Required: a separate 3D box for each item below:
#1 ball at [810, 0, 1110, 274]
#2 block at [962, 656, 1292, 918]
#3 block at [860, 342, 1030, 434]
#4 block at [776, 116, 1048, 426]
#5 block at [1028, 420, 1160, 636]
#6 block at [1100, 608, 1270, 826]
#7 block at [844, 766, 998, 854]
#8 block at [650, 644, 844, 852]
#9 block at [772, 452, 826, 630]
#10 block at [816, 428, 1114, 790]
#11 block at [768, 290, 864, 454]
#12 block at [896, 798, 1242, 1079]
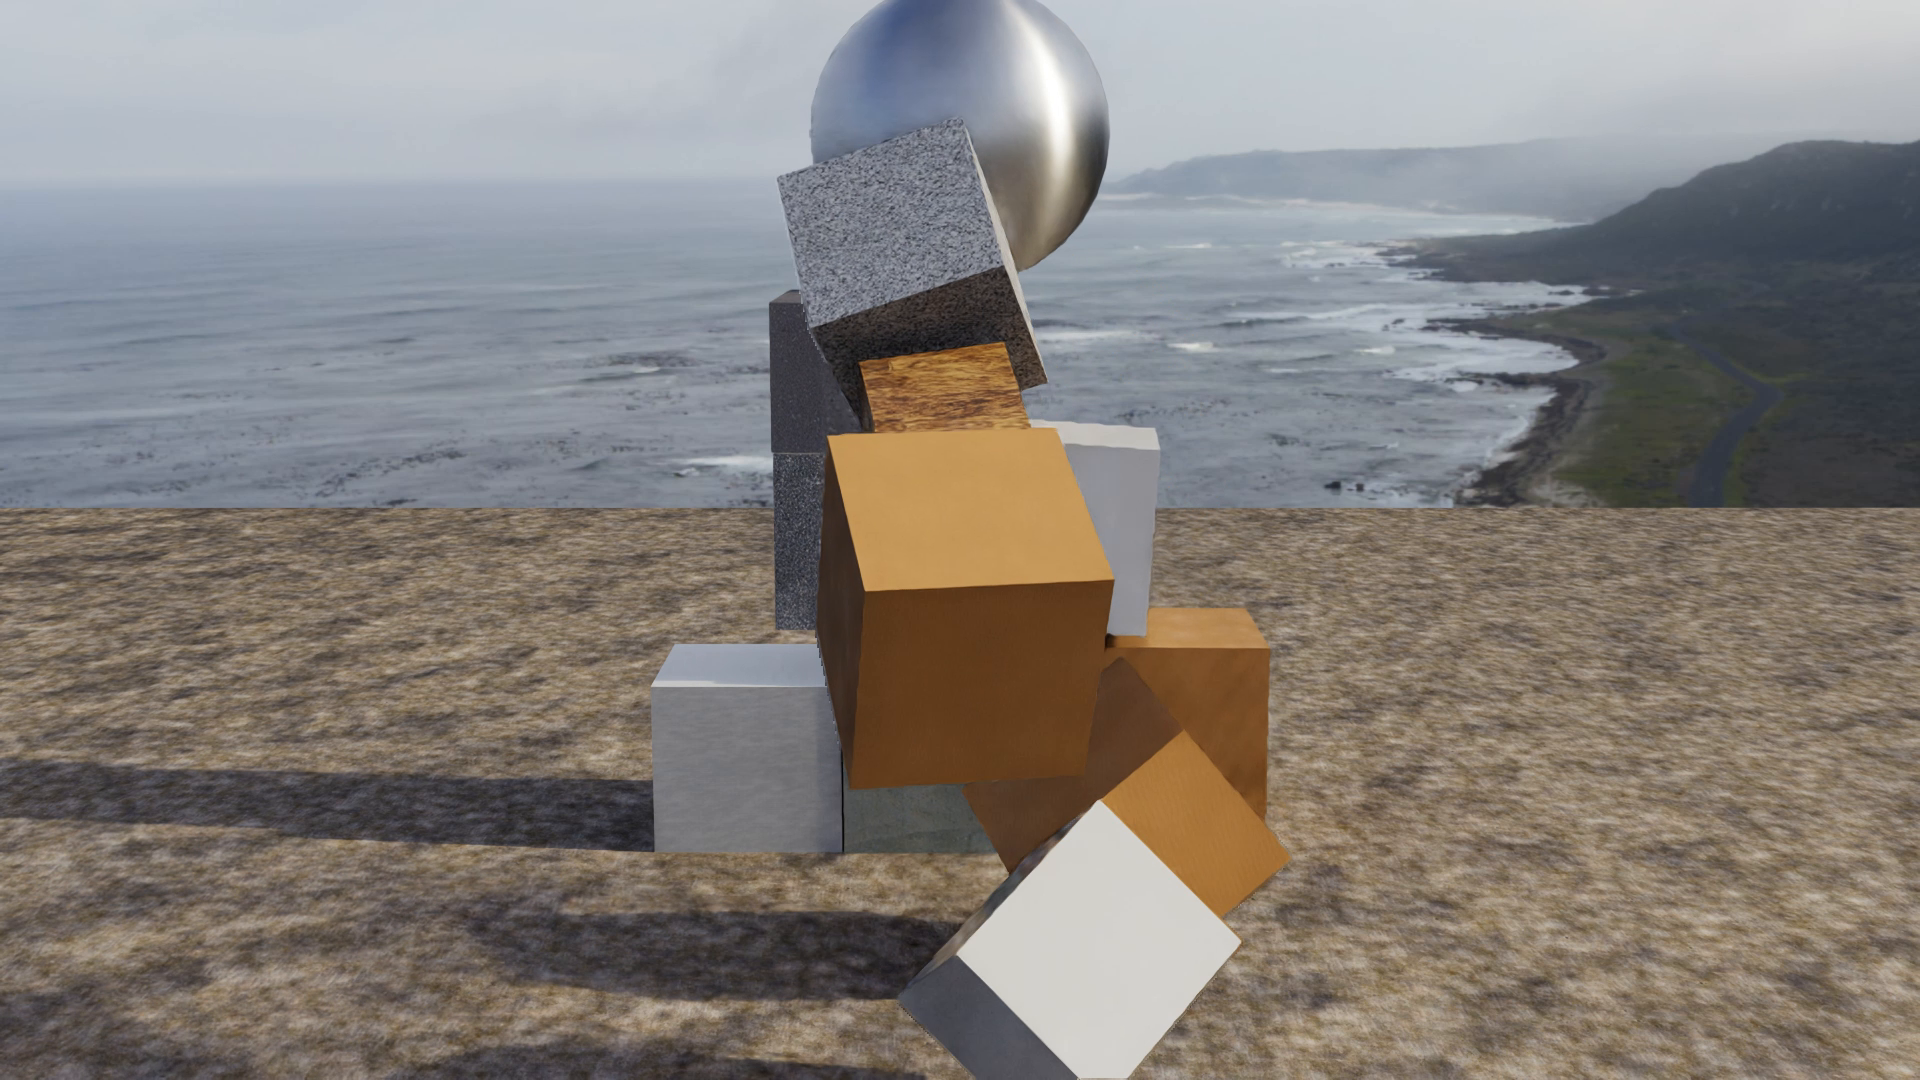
[{"bbox_3d":[0.000,-2.157,11.693,1.600,1.600,1.600,0,10,0],"label":"ball"},{"bbox_3d":[0.689,1.198,9.302,0.906,0.809,0.786,-40,25,1],"label":"block"},{"bbox_3d":[-0.053,-0.330,8.486,0.567,0.579,0.549,-8,47,-7],"label":"block"},{"bbox_3d":[-0.184,-1.041,8.834,0.774,0.777,0.814,-17,-32,6],"label":"block"},{"bbox_3d":[0.500,-0.086,11.124,0.928,0.926,0.846,4,10,3],"label":"block"},{"bbox_3d":[1.045,0.961,11.362,0.957,1.043,0.940,0,10,0],"label":"block"},{"bbox_3d":[-0.011,0.922,11.344,1.135,1.128,0.972,0,10,0],"label":"block"},{"bbox_3d":[-1.056,1.058,11.368,0.936,0.851,0.936,0,10,0],"label":"block"},{"bbox_3d":[-0.468,-0.061,11.158,0.874,0.872,0.837,0,10,0],"label":"block"},{"bbox_3d":[-0.017,0.227,7.713,0.827,0.863,0.896,-2,37,-11],"label":"block"},{"bbox_3d":[-0.469,-0.864,11.095,0.871,0.731,0.908,0,11,2],"label":"block"},{"bbox_3d":[0.372,1.512,7.737,0.779,0.692,0.713,-43,-4,-29],"label":"block"}]
